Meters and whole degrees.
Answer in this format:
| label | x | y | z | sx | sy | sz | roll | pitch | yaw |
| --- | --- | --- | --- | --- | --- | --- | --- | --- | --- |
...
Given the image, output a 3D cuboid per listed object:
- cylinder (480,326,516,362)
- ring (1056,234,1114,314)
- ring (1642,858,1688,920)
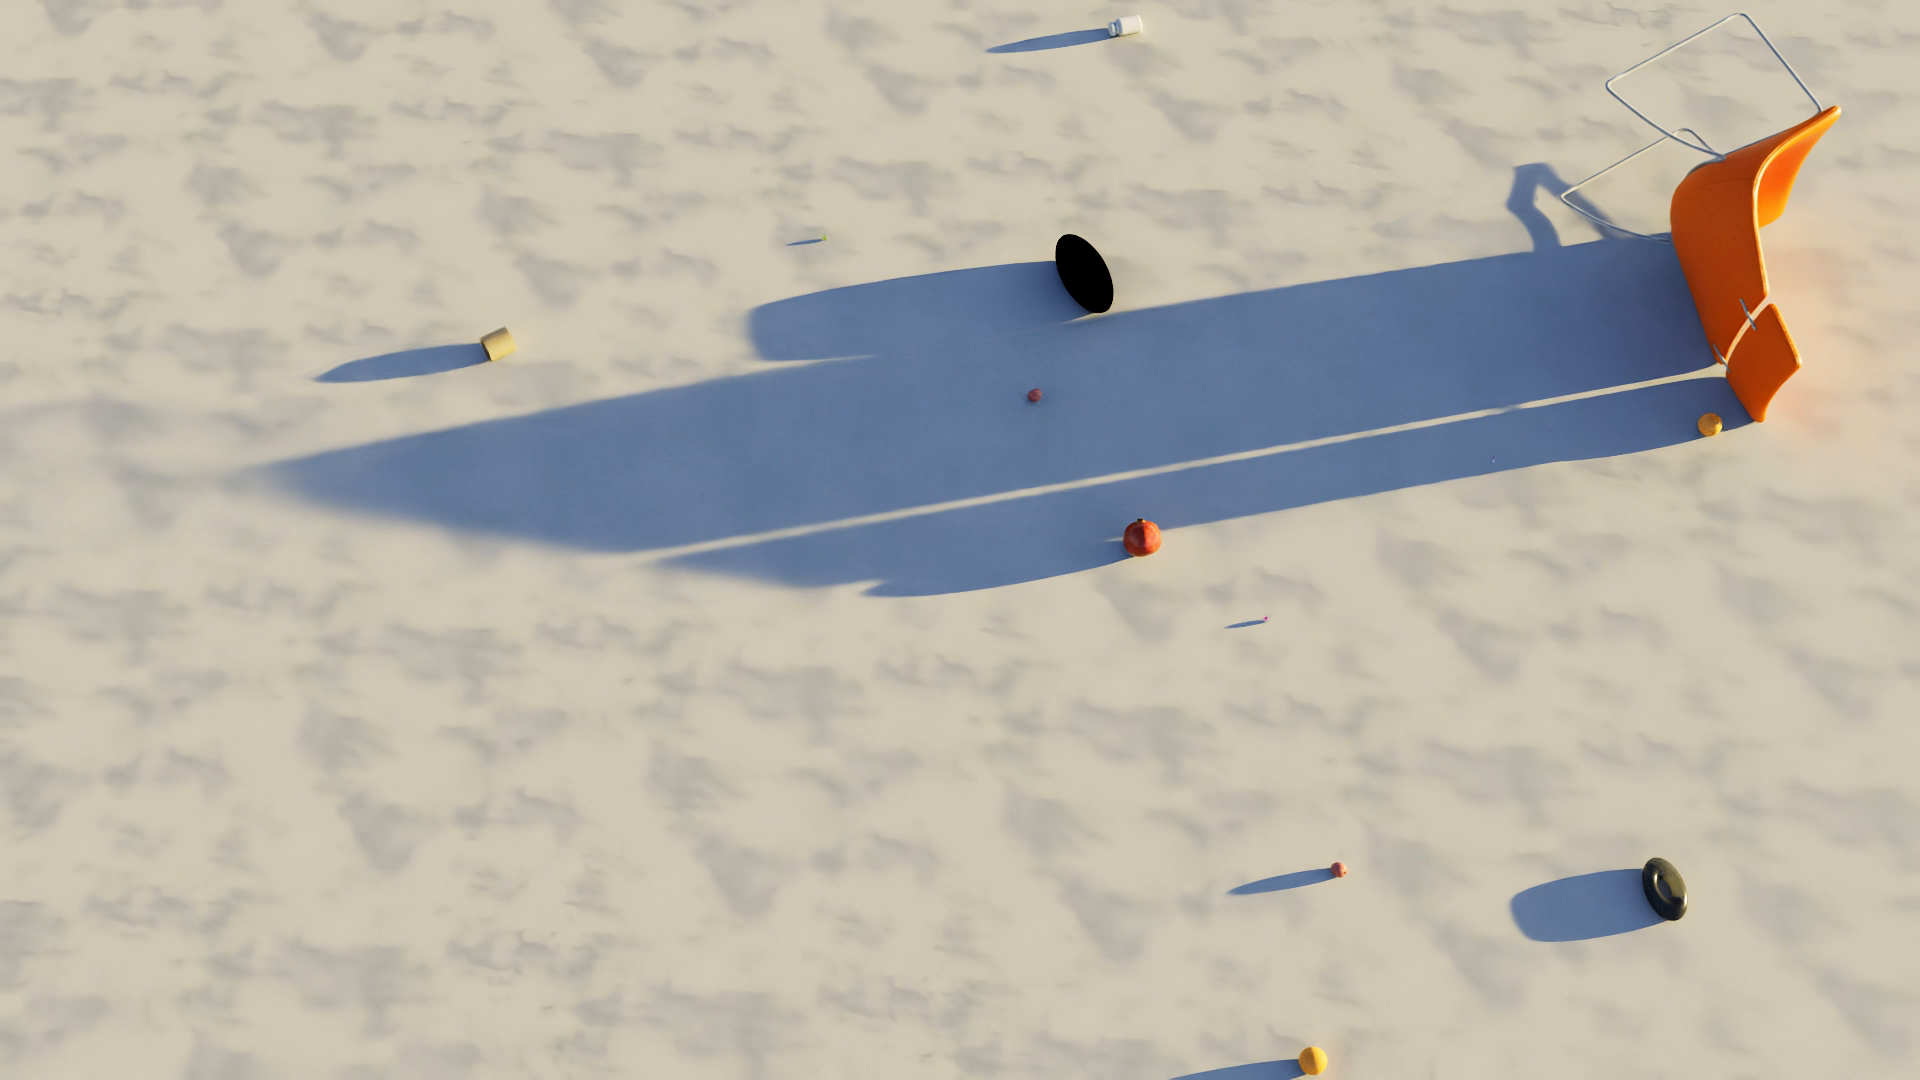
| label | x | y | z | sx | sy | sz | roll | pitch | yaw |
| --- | --- | --- | --- | --- | --- | --- | --- | --- | --- |
| cylinder | -1.460 | -0.621 | 6.948 | 0.087 | 0.067 | 0.084 | -28 | 82 | -17 |
| ring | 0.399 | -0.857 | 7.070 | 0.139 | 0.134 | 0.310 | -23 | 58 | -11 |
| ring | 1.896 | 0.939 | 5.915 | 0.110 | 0.050 | 0.184 | -8 | 57 | -4 |
